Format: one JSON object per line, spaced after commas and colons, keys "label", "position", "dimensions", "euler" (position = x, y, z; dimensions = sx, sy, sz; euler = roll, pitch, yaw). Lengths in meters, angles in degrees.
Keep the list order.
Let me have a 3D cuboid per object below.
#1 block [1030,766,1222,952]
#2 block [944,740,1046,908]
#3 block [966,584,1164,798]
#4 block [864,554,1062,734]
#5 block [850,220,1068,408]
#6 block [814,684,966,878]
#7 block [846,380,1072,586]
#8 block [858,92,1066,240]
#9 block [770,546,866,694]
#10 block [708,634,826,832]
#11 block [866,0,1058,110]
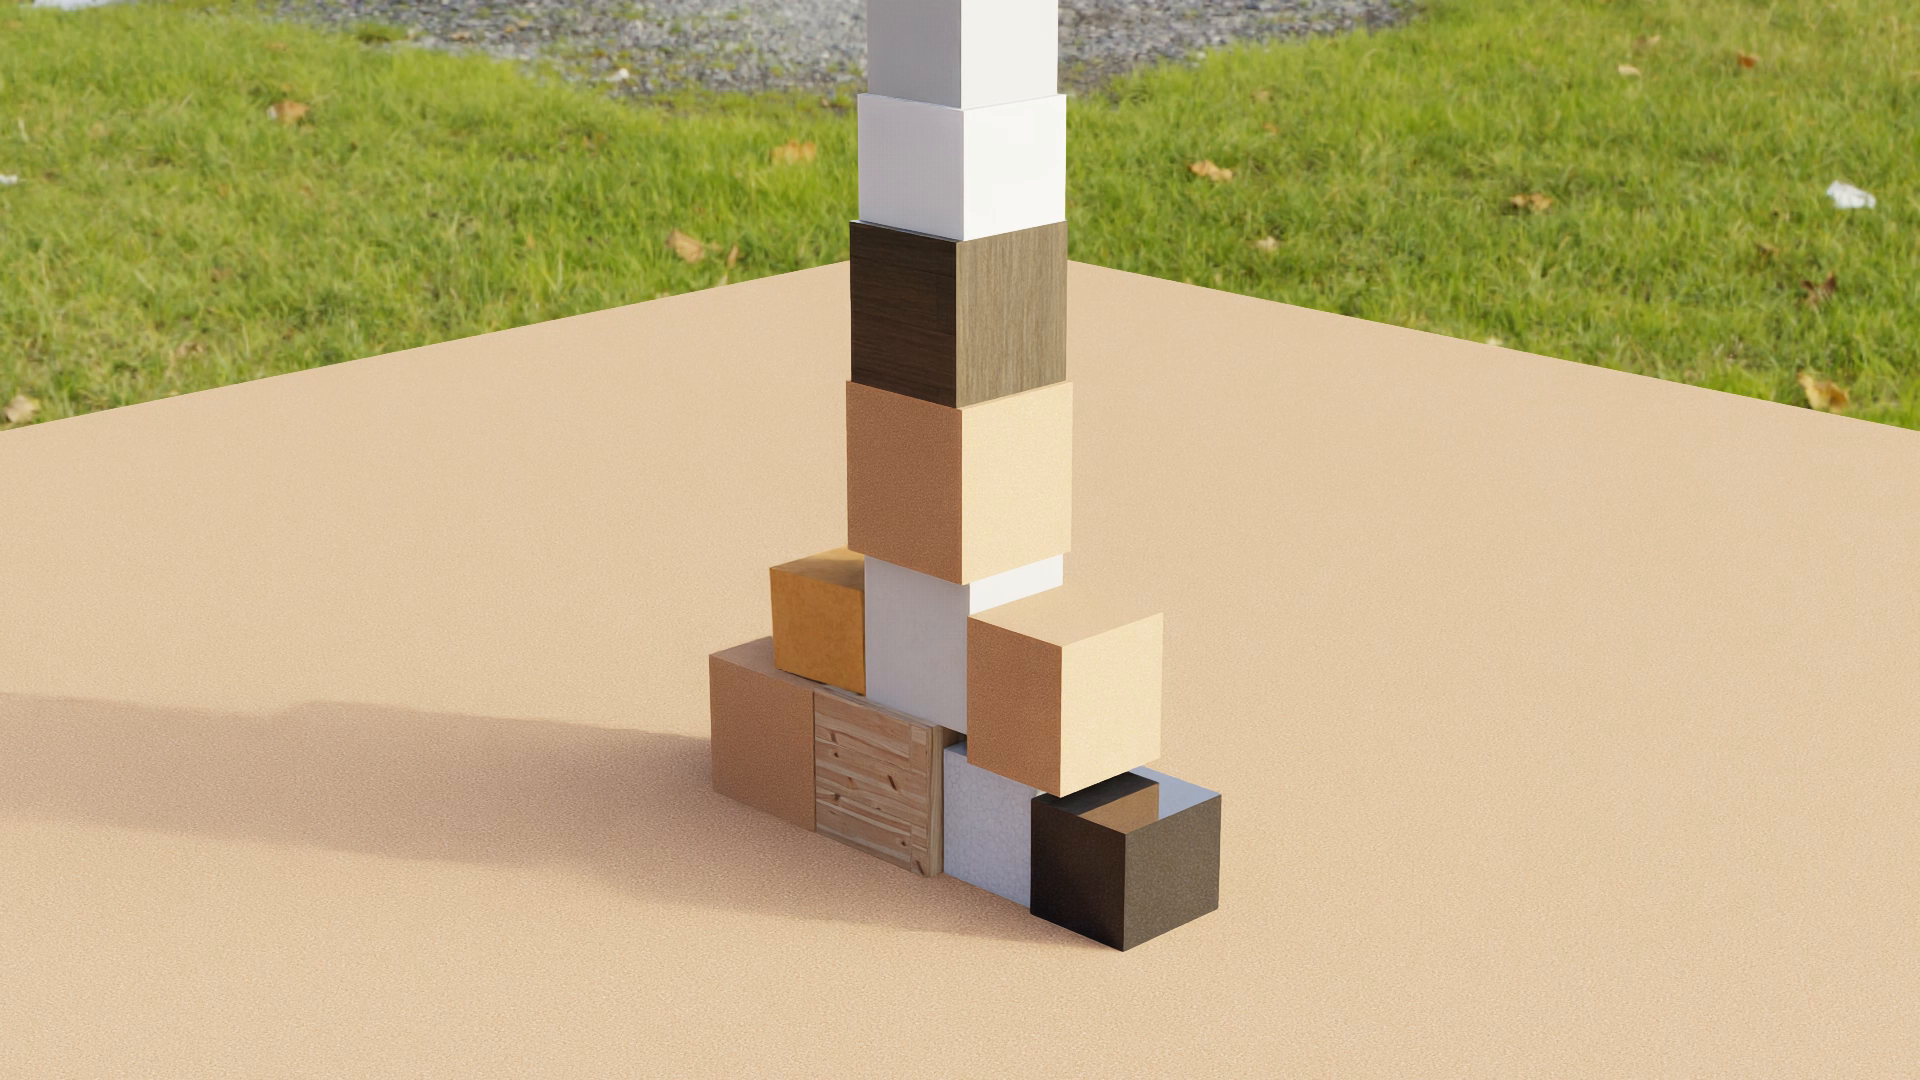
{"label": "block", "position": [0.734, 1.392, 12.993], "dimensions": [0.635, 0.553, 0.557], "euler": [-17, 24, -42]}
{"label": "block", "position": [0.346, 1.235, 13.396], "dimensions": [0.609, 0.612, 0.580], "euler": [-17, 24, -42]}
{"label": "block", "position": [0.465, 0.658, 13.052], "dimensions": [0.655, 0.694, 0.573], "euler": [-17, 24, -42]}
{"label": "block", "position": [0.016, 0.397, 13.441], "dimensions": [0.599, 0.721, 0.678], "euler": [-17, 24, -42]}
{"label": "block", "position": [-0.006, -1.058, 13.003], "dimensions": [0.694, 0.727, 0.665], "euler": [-17, 24, -42]}
{"label": "block", "position": [-0.147, 1.041, 13.815], "dimensions": [0.761, 0.731, 0.745], "euler": [-17, 24, -42]}
{"label": "block", "position": [-0.004, -0.332, 13.234], "dimensions": [0.700, 0.795, 0.737], "euler": [-17, 24, -42]}
{"label": "block", "position": [0.008, -1.672, 12.824], "dimensions": [0.628, 0.553, 0.654], "euler": [-17, 24, -42]}
{"label": "block", "position": [-0.452, 0.358, 13.945], "dimensions": [0.621, 0.501, 0.630], "euler": [-17, 21, -42]}
{"label": "block", "position": [-0.674, 0.888, 14.332], "dimensions": [0.793, 0.711, 0.743], "euler": [-17, 24, -42]}
{"label": "block", "position": [0.010, -2.233, 12.651], "dimensions": [0.587, 0.620, 0.576], "euler": [-17, 24, -42]}
